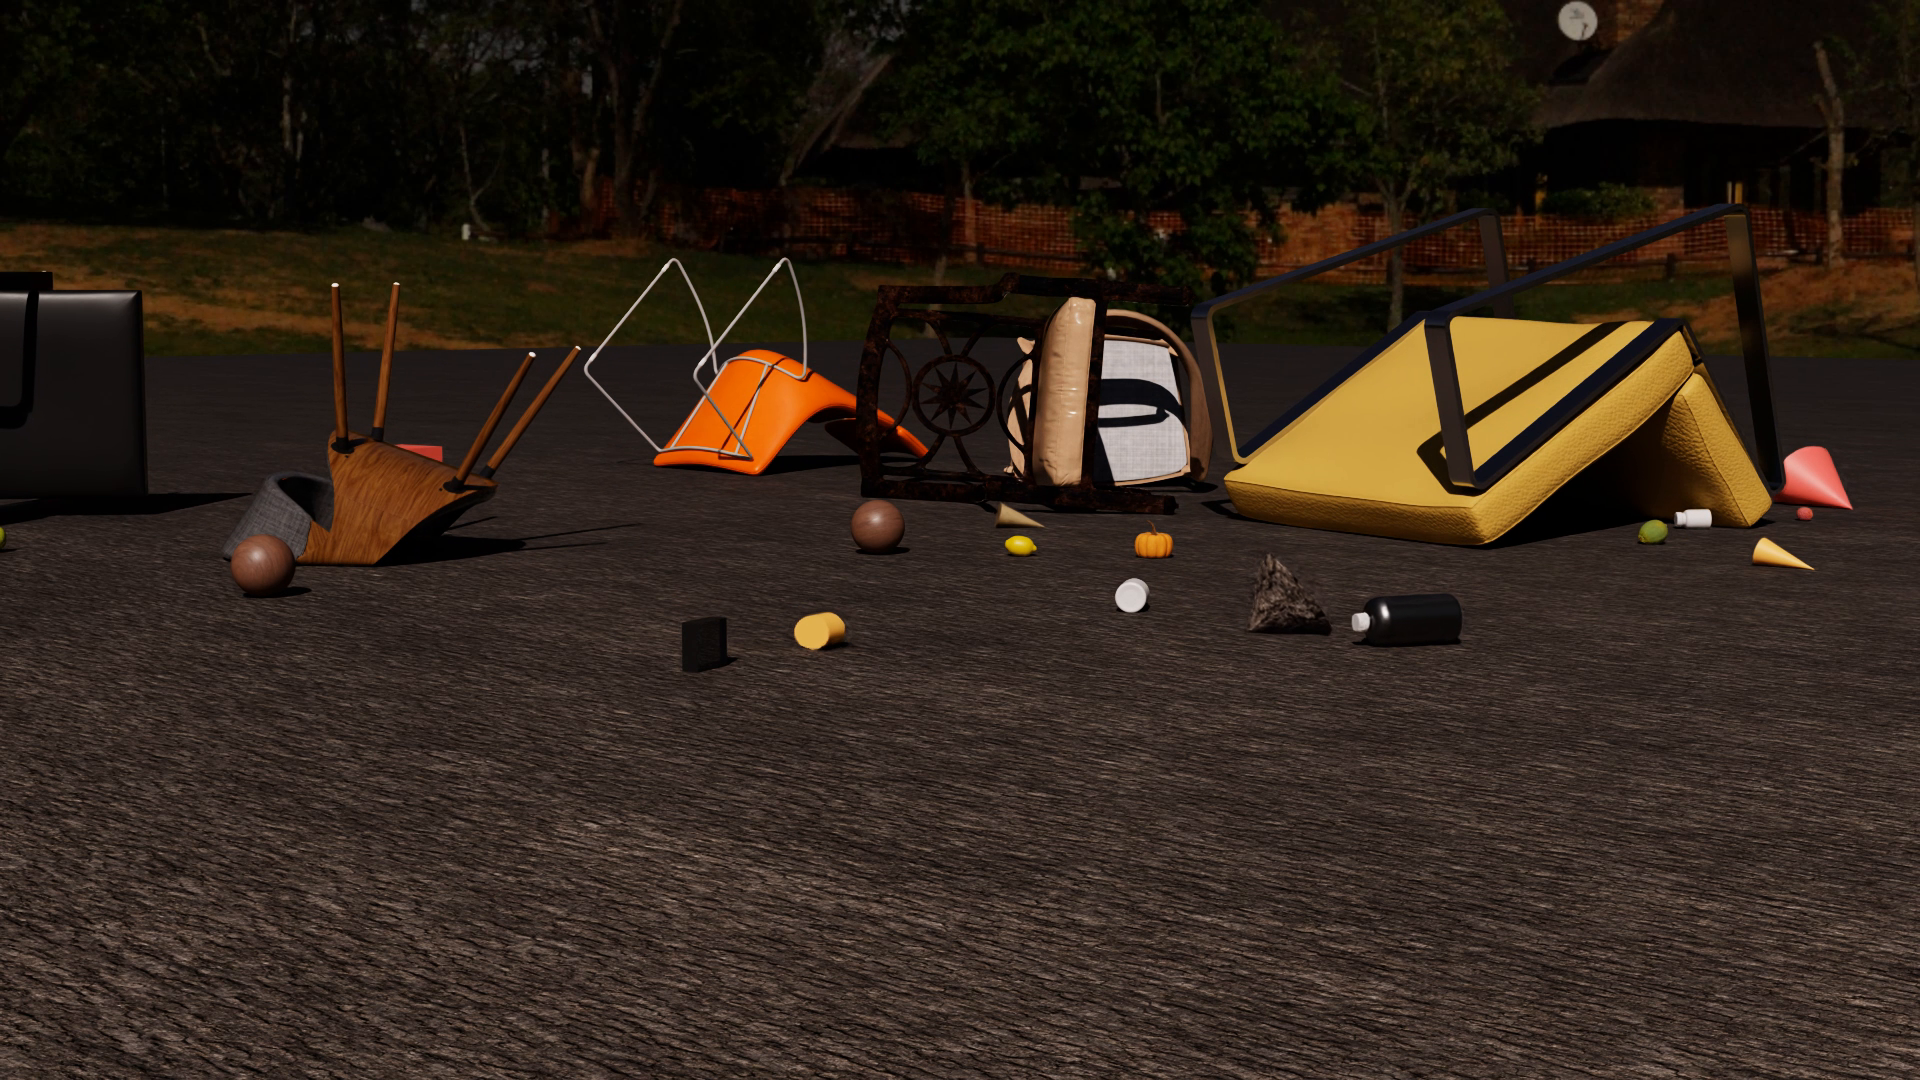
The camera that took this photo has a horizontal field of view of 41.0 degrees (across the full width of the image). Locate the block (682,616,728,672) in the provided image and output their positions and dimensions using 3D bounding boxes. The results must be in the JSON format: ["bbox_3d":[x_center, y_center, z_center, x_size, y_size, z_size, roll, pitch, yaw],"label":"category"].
[{"bbox_3d":[-0.429,0.175,4.310,0.032,0.082,0.086,3,7,28],"label":"block"}]

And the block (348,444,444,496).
[{"bbox_3d":[-1.717,-0.213,7.806,0.169,0.137,0.230,4,7,31],"label":"block"}]

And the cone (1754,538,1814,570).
[{"bbox_3d":[1.873,0.046,5.807,0.134,0.065,0.067,23,5,39],"label":"cone"}]

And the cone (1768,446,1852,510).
[{"bbox_3d":[2.472,-0.137,7.322,0.229,0.184,0.217,-15,35,-22],"label":"cone"}]

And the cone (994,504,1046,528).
[{"bbox_3d":[0.162,-0.049,6.735,0.129,0.066,0.074,14,6,-6],"label":"cone"}]

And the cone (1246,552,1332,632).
[{"bbox_3d":[0.577,0.133,4.751,0.121,0.194,0.232,-39,2,-2],"label":"cone"}]
